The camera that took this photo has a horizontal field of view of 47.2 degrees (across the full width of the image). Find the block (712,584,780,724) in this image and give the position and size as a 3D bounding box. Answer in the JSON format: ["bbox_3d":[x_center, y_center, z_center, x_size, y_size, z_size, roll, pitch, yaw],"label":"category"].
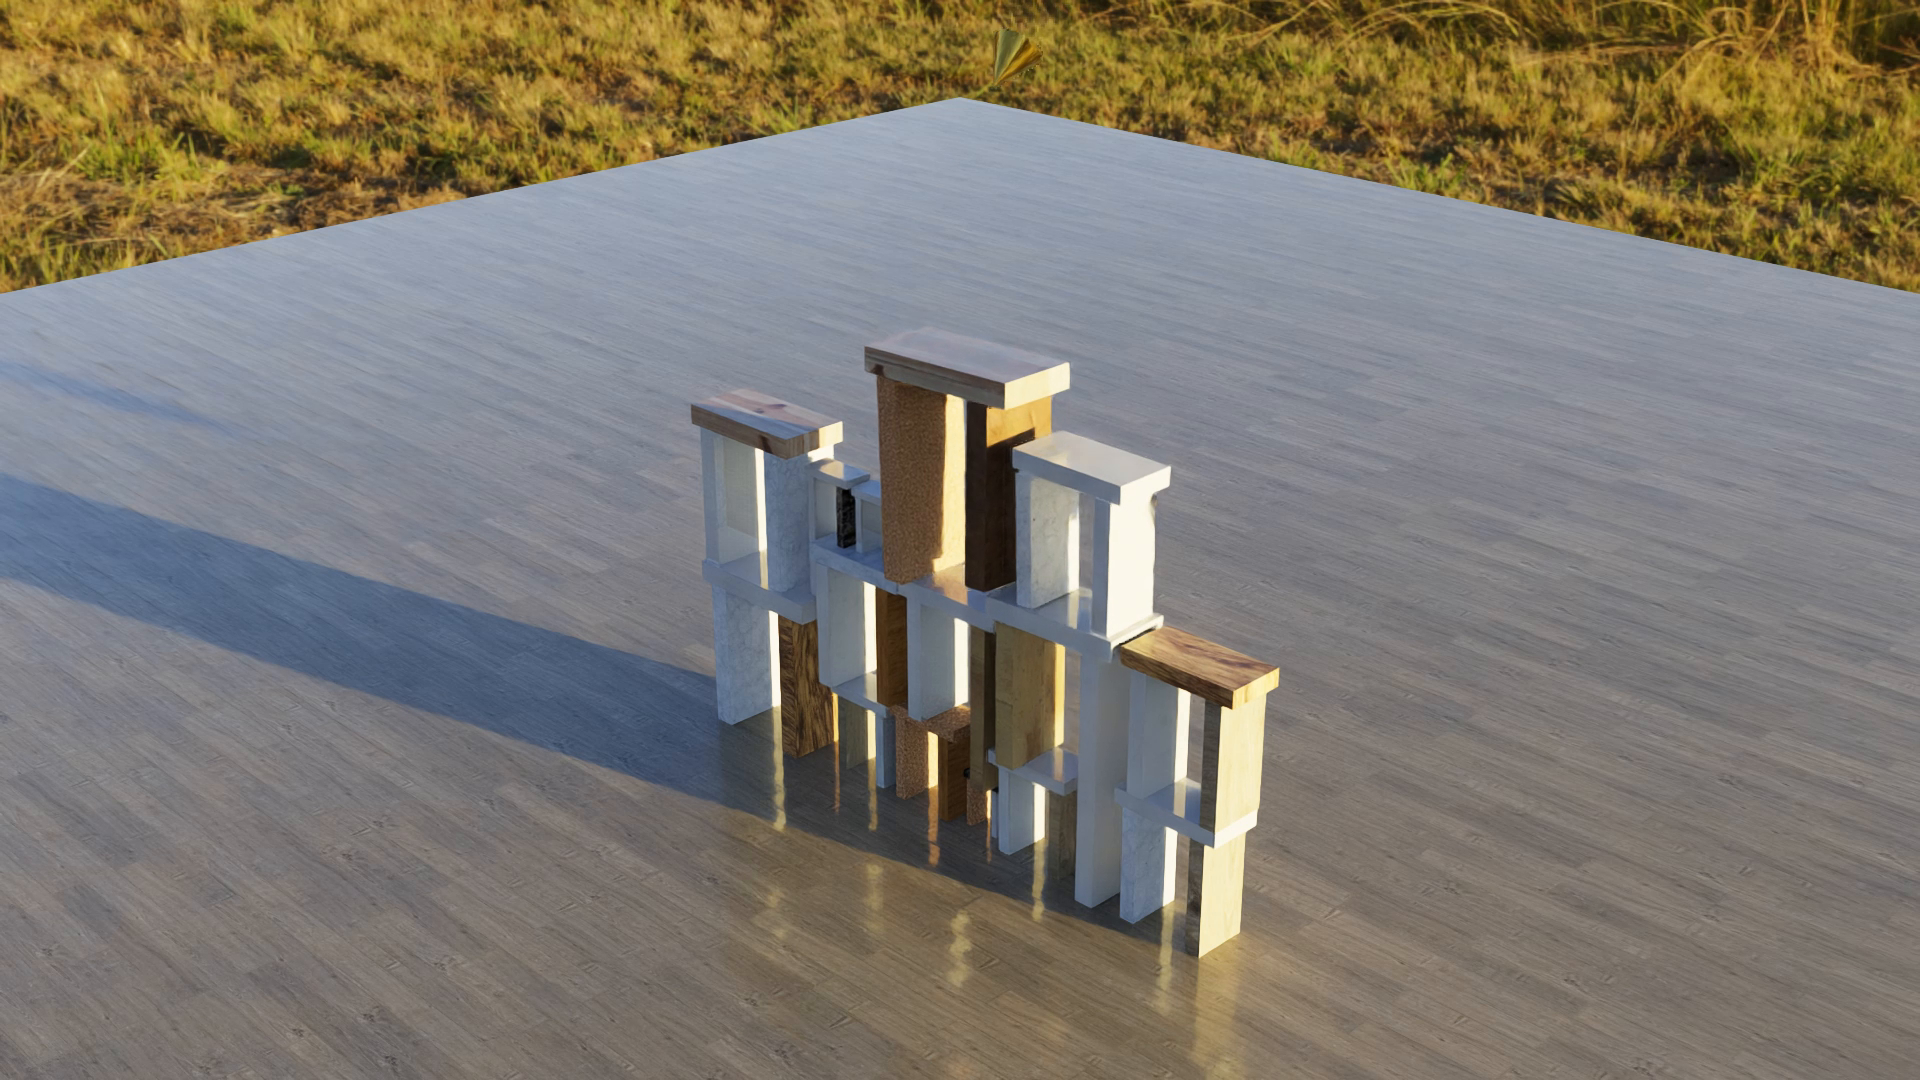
[{"bbox_3d":[-0.458,0.227,4.811,0.046,0.323,0.162,21,31,41],"label":"block"}]

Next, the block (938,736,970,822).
[{"bbox_3d":[-0.001,0.465,4.427,0.026,0.185,0.093,21,31,40],"label":"block"}]

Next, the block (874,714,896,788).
[{"bbox_3d":[-0.136,0.420,4.551,0.024,0.171,0.086,21,31,41],"label":"block"}]

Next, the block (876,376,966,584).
[{"bbox_3d":[-0.071,-0.134,4.247,0.177,0.411,0.050,-21,29,-41],"label":"block"}]

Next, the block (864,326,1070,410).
[{"bbox_3d":[0.010,-0.322,4.089,0.355,0.050,0.177,19,28,39],"label":"block"}]

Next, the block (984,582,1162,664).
[{"bbox_3d":[0.207,0.139,4.039,0.300,0.042,0.150,19,30,38],"label":"block"}]

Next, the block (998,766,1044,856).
[{"bbox_3d":[0.121,0.510,4.307,0.098,0.195,0.028,-20,30,-39],"label":"block"}]

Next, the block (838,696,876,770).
[{"bbox_3d":[-0.216,0.389,4.626,0.085,0.171,0.024,-21,31,-41],"label":"block"}]

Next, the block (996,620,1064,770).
[{"bbox_3d":[0.133,0.271,4.166,0.042,0.300,0.150,19,30,38],"label":"block"}]

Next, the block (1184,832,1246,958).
[{"bbox_3d":[0.462,0.627,3.982,0.033,0.236,0.118,21,31,41],"label":"block"}]

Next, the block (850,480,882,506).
[{"bbox_3d":[-0.154,-0.089,4.355,0.119,0.017,0.059,21,31,40],"label":"block"}]

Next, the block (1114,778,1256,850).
[{"bbox_3d":[0.407,0.481,3.981,0.236,0.033,0.118,21,31,41],"label":"block"}]

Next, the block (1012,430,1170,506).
[{"bbox_3d":[0.231,-0.130,3.905,0.130,0.037,0.259,-22,32,-40],"label":"block"}]

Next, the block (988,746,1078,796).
[{"bbox_3d":[0.158,0.428,4.215,0.195,0.028,0.098,21,31,39],"label":"block"}]

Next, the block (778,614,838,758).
[{"bbox_3d":[-0.306,0.287,4.671,0.046,0.323,0.162,21,31,41],"label":"block"}]

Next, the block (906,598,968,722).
[{"bbox_3d":[-0.044,0.219,4.369,0.037,0.260,0.130,21,31,41],"label":"block"}]

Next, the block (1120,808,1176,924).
[{"bbox_3d":[0.351,0.583,4.084,0.033,0.236,0.118,21,31,41],"label":"block"}]

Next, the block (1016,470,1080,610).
[{"bbox_3d":[0.160,-0.015,4.014,0.037,0.259,0.130,21,31,40],"label":"block"}]

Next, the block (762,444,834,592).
[{"bbox_3d":[-0.332,-0.057,4.561,0.043,0.303,0.152,21,31,41],"label":"block"}]

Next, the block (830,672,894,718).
[{"bbox_3d":[-0.180,0.316,4.547,0.085,0.024,0.171,-21,31,-40],"label":"block"}]

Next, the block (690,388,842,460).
[{"bbox_3d":[-0.403,-0.244,4.560,0.152,0.043,0.303,-21,31,-41],"label":"block"}]

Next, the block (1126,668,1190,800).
[{"bbox_3d":[0.359,0.331,3.969,0.036,0.252,0.126,21,31,41],"label":"block"}]

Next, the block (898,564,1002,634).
[{"bbox_3d":[0.017,0.106,4.254,0.130,0.037,0.260,-21,31,-40],"label":"block"}]

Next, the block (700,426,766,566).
[{"bbox_3d":[-0.474,-0.112,4.693,0.043,0.303,0.152,21,31,41],"label":"block"}]

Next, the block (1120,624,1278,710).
[{"bbox_3d":[0.419,0.221,3.859,0.252,0.036,0.126,21,31,40],"label":"block"}]

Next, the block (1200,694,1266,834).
[{"bbox_3d":[0.479,0.377,3.861,0.036,0.252,0.126,21,31,40],"label":"block"}]

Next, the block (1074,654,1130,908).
[{"bbox_3d":[0.285,0.425,4.090,0.042,0.523,0.150,22,31,41],"label":"block"}]

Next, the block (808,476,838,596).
[{"bbox_3d":[-0.279,-0.016,4.516,0.018,0.265,0.065,22,31,40],"label":"block"}]

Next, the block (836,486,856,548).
[{"bbox_3d":[-0.218,-0.054,4.432,0.018,0.130,0.065,21,31,41],"label":"block"}]

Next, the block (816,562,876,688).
[{"bbox_3d":[-0.234,0.158,4.540,0.128,0.272,0.036,-20,30,-39],"label":"block"}]

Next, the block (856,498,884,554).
[{"bbox_3d":[-0.182,-0.038,4.408,0.017,0.119,0.059,21,31,41],"label":"block"}]

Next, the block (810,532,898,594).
[{"bbox_3d":[-0.171,0.039,4.426,0.256,0.036,0.128,21,31,41],"label":"block"}]

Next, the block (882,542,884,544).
[{"bbox_3d":[-0.125,-0.016,4.357,0.017,0.119,0.059,21,31,40],"label":"block"}]

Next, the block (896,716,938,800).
[{"bbox_3d":[-0.089,0.431,4.508,0.026,0.185,0.093,21,31,40],"label":"block"}]

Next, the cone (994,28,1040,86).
[{"bbox_3d":[0.122,-1.261,5.851,0.137,0.137,0.137,18,71,37],"label":"cone"}]

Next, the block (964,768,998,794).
[{"bbox_3d":[0.061,0.472,4.365,0.052,0.015,0.104,-21,31,-40],"label":"block"}]

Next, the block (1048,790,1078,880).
[{"bbox_3d":[0.213,0.546,4.224,0.028,0.195,0.098,21,31,40],"label":"block"}]

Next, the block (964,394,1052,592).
[{"bbox_3d":[0.089,-0.097,4.078,0.050,0.355,0.177,17,25,40],"label":"block"}]

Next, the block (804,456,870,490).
[{"bbox_3d":[-0.248,-0.135,4.431,0.130,0.018,0.065,21,31,41],"label":"block"}]

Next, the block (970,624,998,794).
[{"bbox_3d":[0.079,0.310,4.276,0.130,0.354,0.037,-21,31,-40],"label":"block"}]

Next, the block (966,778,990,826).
[{"bbox_3d":[0.037,0.517,4.410,0.015,0.104,0.052,21,31,41],"label":"block"}]

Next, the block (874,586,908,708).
[{"bbox_3d":[-0.110,0.197,4.428,0.128,0.256,0.036,-21,31,-40],"label":"block"}]

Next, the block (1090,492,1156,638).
[{"bbox_3d":[0.291,0.031,3.906,0.037,0.259,0.130,20,31,38],"label":"block"}]

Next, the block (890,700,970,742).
[{"bbox_3d":[-0.045,0.351,4.426,0.093,0.026,0.185,-21,31,-41],"label":"block"}]

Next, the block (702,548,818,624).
[{"bbox_3d":[-0.382,0.087,4.669,0.323,0.046,0.162,21,31,41],"label":"block"}]

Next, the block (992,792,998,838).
[{"bbox_3d":[0.086,0.536,4.365,0.015,0.104,0.052,21,31,41],"label":"block"}]
